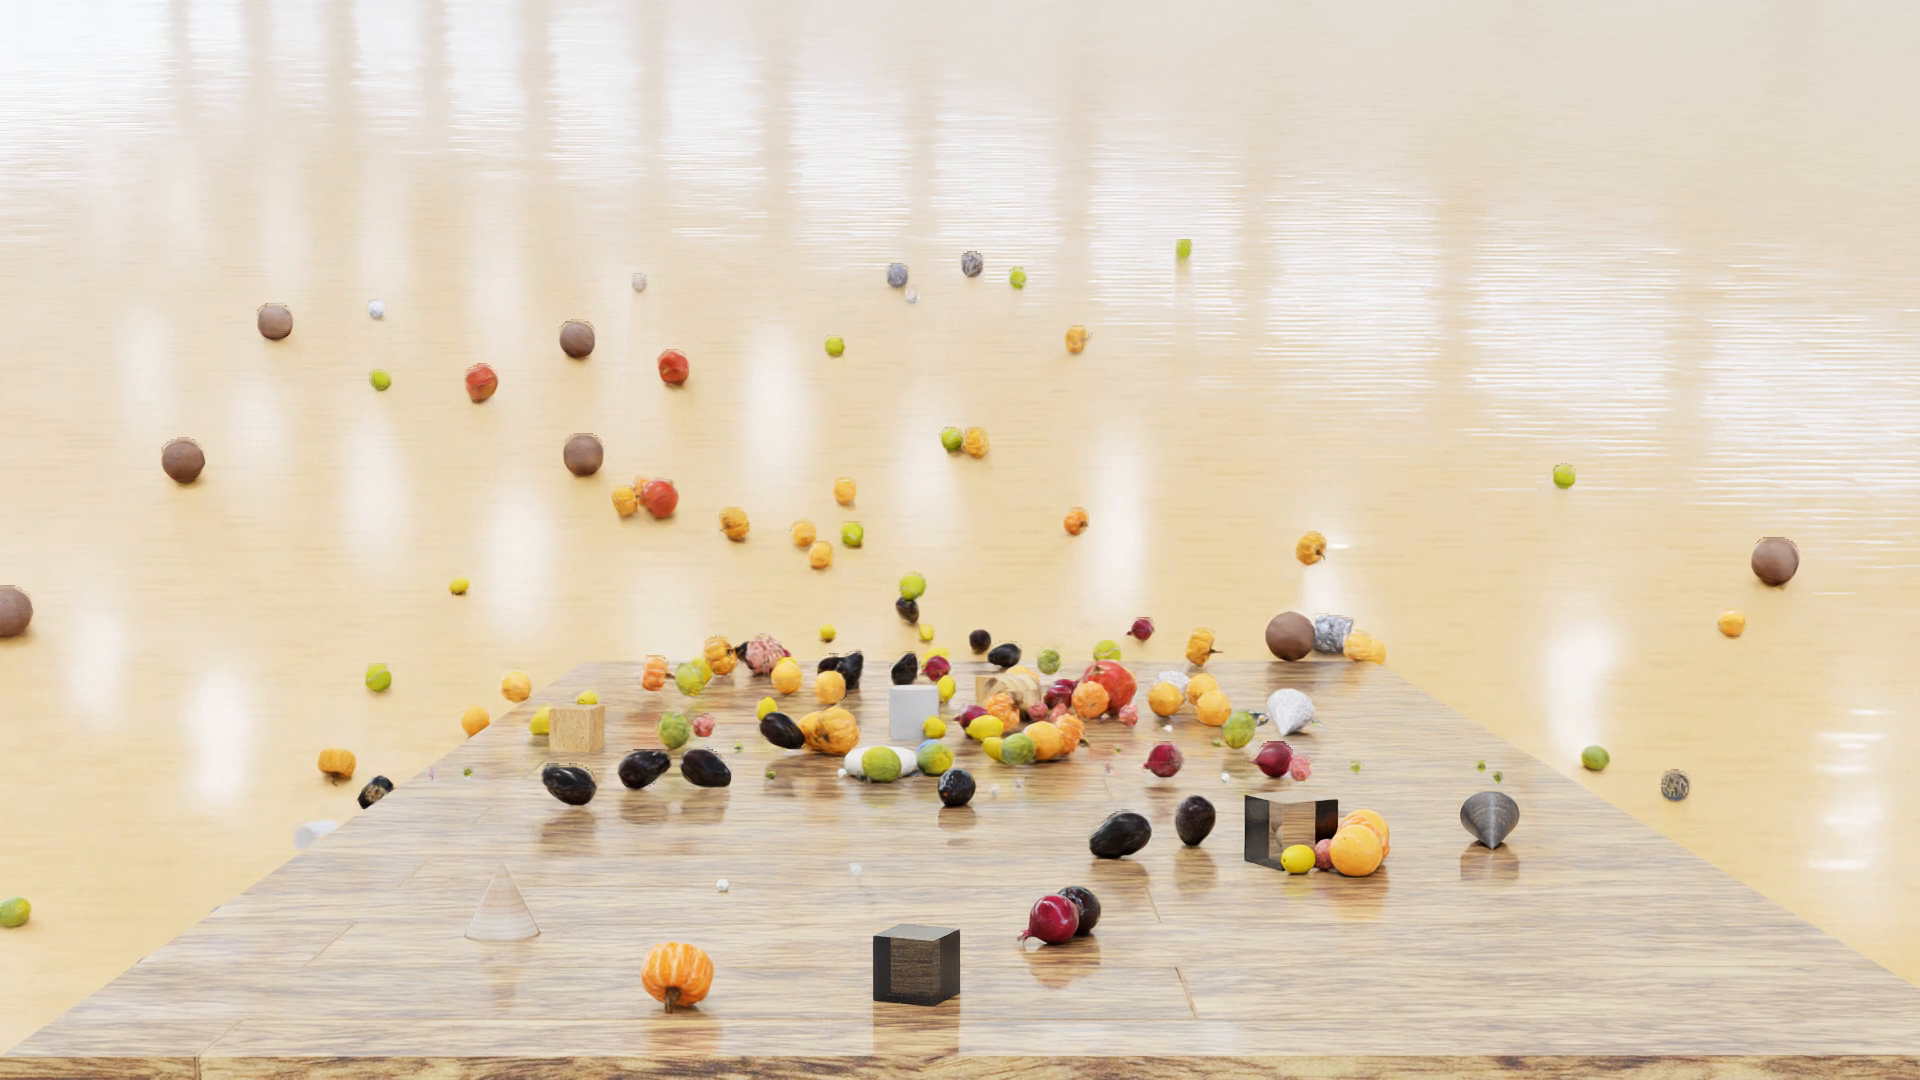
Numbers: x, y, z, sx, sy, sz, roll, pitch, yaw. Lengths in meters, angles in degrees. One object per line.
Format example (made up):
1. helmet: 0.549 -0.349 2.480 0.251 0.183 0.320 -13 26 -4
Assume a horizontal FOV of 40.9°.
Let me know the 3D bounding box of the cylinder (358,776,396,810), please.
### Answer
1. cylinder: -1.356 0.592 5.978 0.065 0.065 0.065 3 22 8

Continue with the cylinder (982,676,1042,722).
1. cylinder: 0.108 0.325 5.279 0.088 0.088 0.088 -2 19 -36

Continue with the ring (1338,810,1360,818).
1. ring: 0.558 0.425 3.868 0.092 0.031 0.092 0 1 0

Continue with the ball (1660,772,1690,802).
1. ball: 1.673 0.577 6.013 0.068 0.068 0.068 0 22 0

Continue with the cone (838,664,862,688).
1. cone: -0.243 0.323 5.931 0.060 0.060 0.060 9 -21 22

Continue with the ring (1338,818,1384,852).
1. ring: 0.560 0.428 3.739 0.114 0.038 0.114 0 1 0

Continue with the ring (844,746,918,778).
1. ring: -0.139 0.388 4.492 0.129 0.043 0.129 -1 4 0

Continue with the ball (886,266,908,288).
1. ball: -0.243 -1.024 9.994 0.087 0.087 0.087 0 22 0

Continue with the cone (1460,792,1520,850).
1. cone: 0.775 0.427 3.752 0.086 0.086 0.086 3 30 7

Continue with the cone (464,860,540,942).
1. cone: -0.556 0.433 3.119 0.092 0.092 0.092 0 3 0

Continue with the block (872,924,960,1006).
1. block: -0.047 0.460 2.785 0.071 0.071 0.071 1 3 24

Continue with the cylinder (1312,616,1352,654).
1. cylinder: 0.983 0.250 6.789 0.092 0.092 0.092 8 23 13

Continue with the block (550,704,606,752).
1. block: -0.719 0.353 4.830 0.079 0.079 0.079 1 3 14

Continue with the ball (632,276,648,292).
1. ball: -1.241 -0.991 9.944 0.062 0.062 0.062 0 22 0

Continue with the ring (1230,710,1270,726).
1. ring: 0.586 0.359 5.202 0.083 0.028 0.083 -1 2 0

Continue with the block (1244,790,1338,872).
1. block: 0.464 0.407 3.605 0.094 0.094 0.094 -2 3 -27

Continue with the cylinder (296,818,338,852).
1. cylinder: -1.136 0.525 4.545 0.055 0.055 0.055 15 14 34

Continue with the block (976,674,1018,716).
1. block: 0.089 0.324 5.370 0.080 0.080 0.080 -2 4 -37

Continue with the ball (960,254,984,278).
1. ball: 0.049 -1.082 10.133 0.093 0.093 0.093 0 22 0

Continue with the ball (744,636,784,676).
1. ball: -0.467 0.278 6.145 0.095 0.095 0.095 0 22 0

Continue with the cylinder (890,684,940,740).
1. cylinder: -0.089 0.335 5.004 0.097 0.097 0.097 0 3 0

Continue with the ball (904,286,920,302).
1. ball: -0.182 -0.935 9.807 0.060 0.060 0.060 0 22 0

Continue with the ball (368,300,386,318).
1. ball: -2.179 -0.861 9.614 0.066 0.066 0.066 0 22 0

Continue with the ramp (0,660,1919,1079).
1. ramp: 0.050 0.457 4.533 2.000 0.100 4.000 0 3 0

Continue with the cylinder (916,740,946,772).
1. cylinder: -0.051 0.381 4.550 0.051 0.051 0.051 0 3 1

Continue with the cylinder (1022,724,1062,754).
1. cylinder: 0.152 0.369 4.775 0.051 0.051 0.051 -18 13 -38
